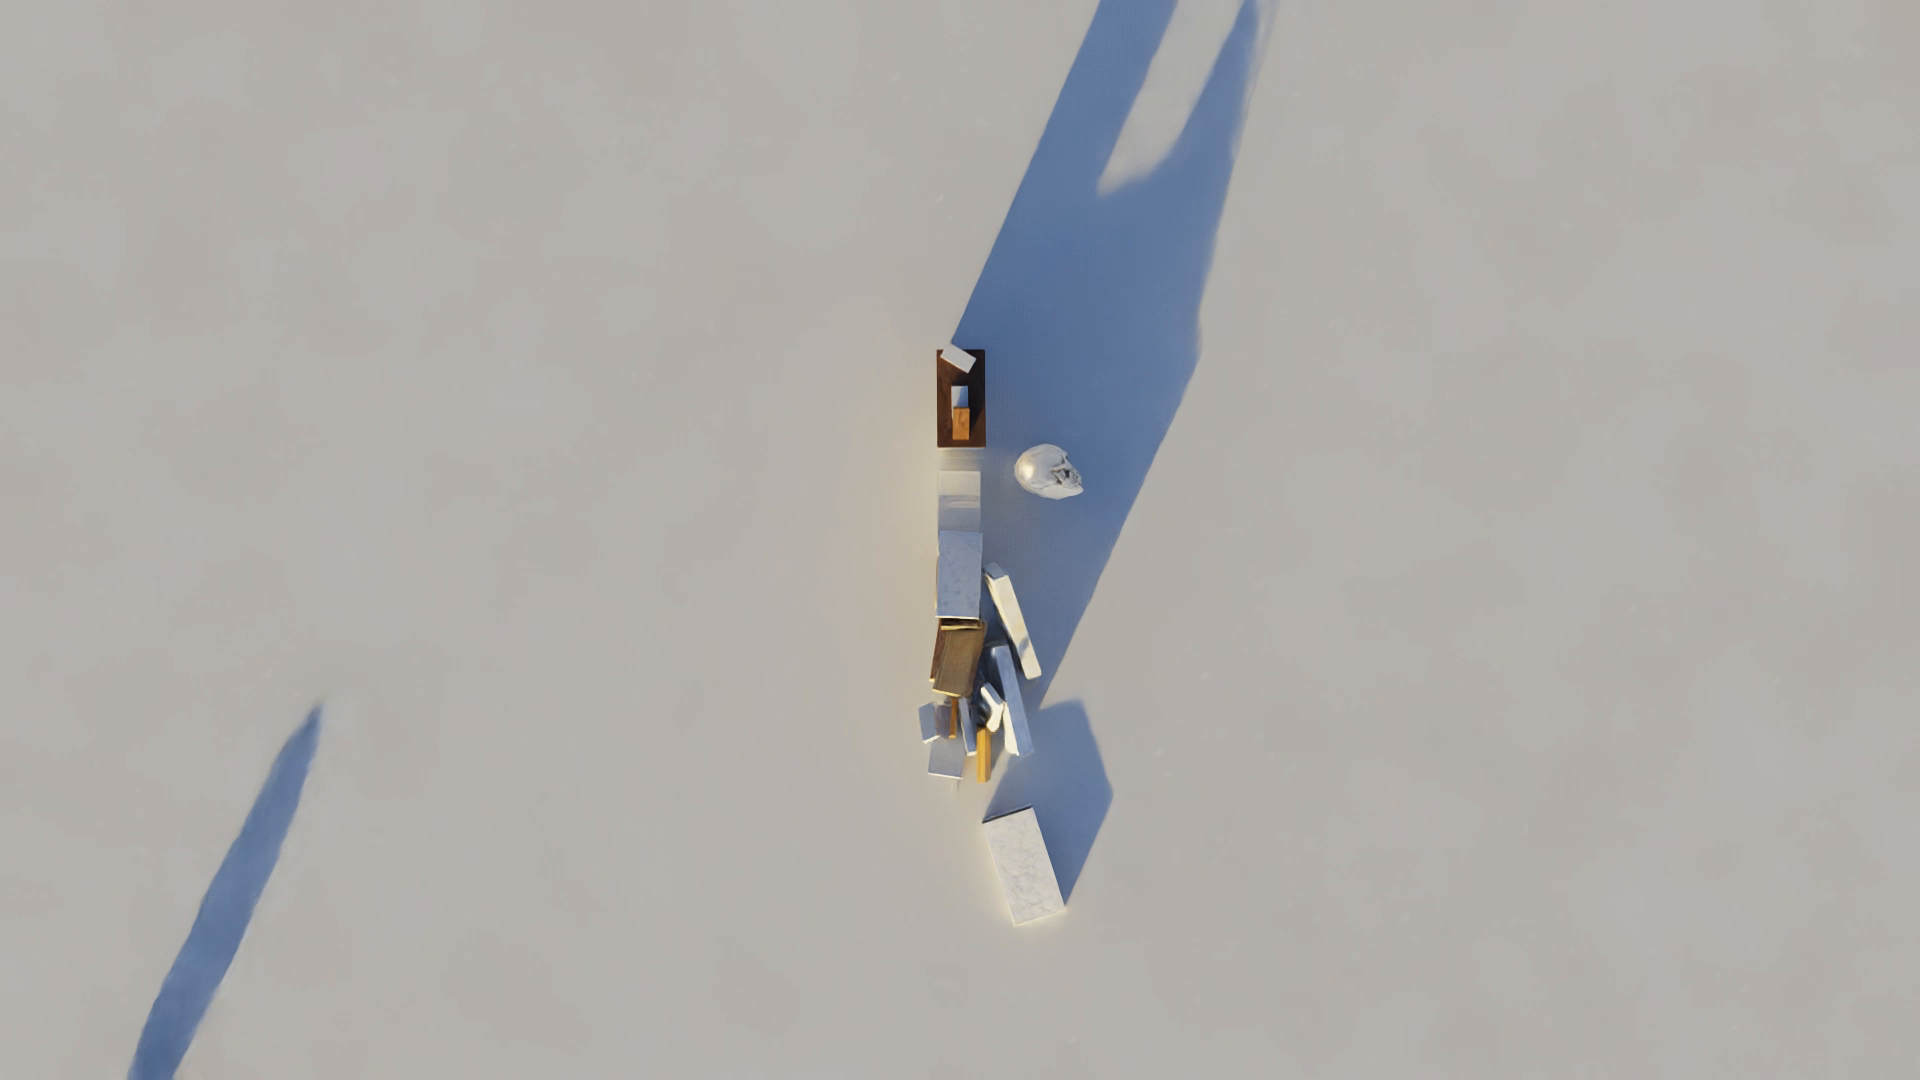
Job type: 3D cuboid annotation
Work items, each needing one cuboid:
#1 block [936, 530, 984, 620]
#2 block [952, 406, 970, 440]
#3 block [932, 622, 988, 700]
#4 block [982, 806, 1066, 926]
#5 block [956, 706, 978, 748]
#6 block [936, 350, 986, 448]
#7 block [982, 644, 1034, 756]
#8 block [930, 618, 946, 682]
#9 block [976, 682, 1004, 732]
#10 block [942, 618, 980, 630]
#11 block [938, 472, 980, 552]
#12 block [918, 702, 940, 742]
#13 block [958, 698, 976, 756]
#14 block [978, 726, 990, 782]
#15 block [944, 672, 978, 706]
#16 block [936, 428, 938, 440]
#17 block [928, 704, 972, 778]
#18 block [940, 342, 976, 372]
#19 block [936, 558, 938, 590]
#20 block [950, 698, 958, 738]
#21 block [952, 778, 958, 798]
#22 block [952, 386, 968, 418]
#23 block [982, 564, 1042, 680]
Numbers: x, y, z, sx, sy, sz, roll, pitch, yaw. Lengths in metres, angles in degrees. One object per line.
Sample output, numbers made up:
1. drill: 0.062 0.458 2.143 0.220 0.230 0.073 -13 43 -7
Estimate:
1. block: -0.002 0.113 5.349 0.139 0.040 0.279 3 80 0
2. block: 0.004 -0.364 5.133 0.050 0.014 0.101 1 103 0
3. block: 0.001 0.383 5.390 0.128 0.036 0.256 12 72 4
4. block: 0.212 1.080 5.475 0.177 0.050 0.355 -18 90 0
5. block: 0.000 0.586 5.453 0.113 0.032 0.226 3 75 1
6. block: 0.004 -0.443 5.173 0.153 0.043 0.305 0 90 0
7. block: 0.157 0.520 5.408 0.050 0.177 0.355 -13 90 -11
8. block: -0.017 0.350 5.440 0.128 0.036 0.256 8 72 3
9. block: 0.097 0.542 5.354 0.025 0.177 0.089 -26 62 -22
10. block: 0.003 0.170 5.431 0.128 0.036 0.256 1 66 0
11. block: -0.003 -0.088 5.441 0.140 0.040 0.279 0 73 0
12. block: -0.101 0.598 5.405 0.060 0.017 0.120 -27 57 31
13. block: 0.021 0.607 5.352 0.025 0.089 0.177 -9 76 -5
14. block: 0.078 0.708 5.454 0.025 0.089 0.177 0 90 12
15. block: 0.004 0.434 5.458 0.113 0.032 0.226 1 76 0
16. block: 0.004 -0.338 5.347 0.153 0.305 0.043 0 90 0
17. block: -0.034 0.660 5.401 0.113 0.032 0.226 8 75 2
18. block: -0.005 -0.569 5.145 0.101 0.014 0.050 31 90 0
19. block: -0.006 0.088 5.426 0.140 0.040 0.279 1 66 0
20. block: -0.022 0.581 5.374 0.017 0.060 0.120 4 75 0
21. block: -0.016 0.790 5.470 0.017 0.060 0.120 5 90 0
22. block: 0.000 -0.429 5.144 0.050 0.014 0.101 0 90 0
23. block: 0.167 0.264 5.366 0.050 0.177 0.355 -21 105 -7
